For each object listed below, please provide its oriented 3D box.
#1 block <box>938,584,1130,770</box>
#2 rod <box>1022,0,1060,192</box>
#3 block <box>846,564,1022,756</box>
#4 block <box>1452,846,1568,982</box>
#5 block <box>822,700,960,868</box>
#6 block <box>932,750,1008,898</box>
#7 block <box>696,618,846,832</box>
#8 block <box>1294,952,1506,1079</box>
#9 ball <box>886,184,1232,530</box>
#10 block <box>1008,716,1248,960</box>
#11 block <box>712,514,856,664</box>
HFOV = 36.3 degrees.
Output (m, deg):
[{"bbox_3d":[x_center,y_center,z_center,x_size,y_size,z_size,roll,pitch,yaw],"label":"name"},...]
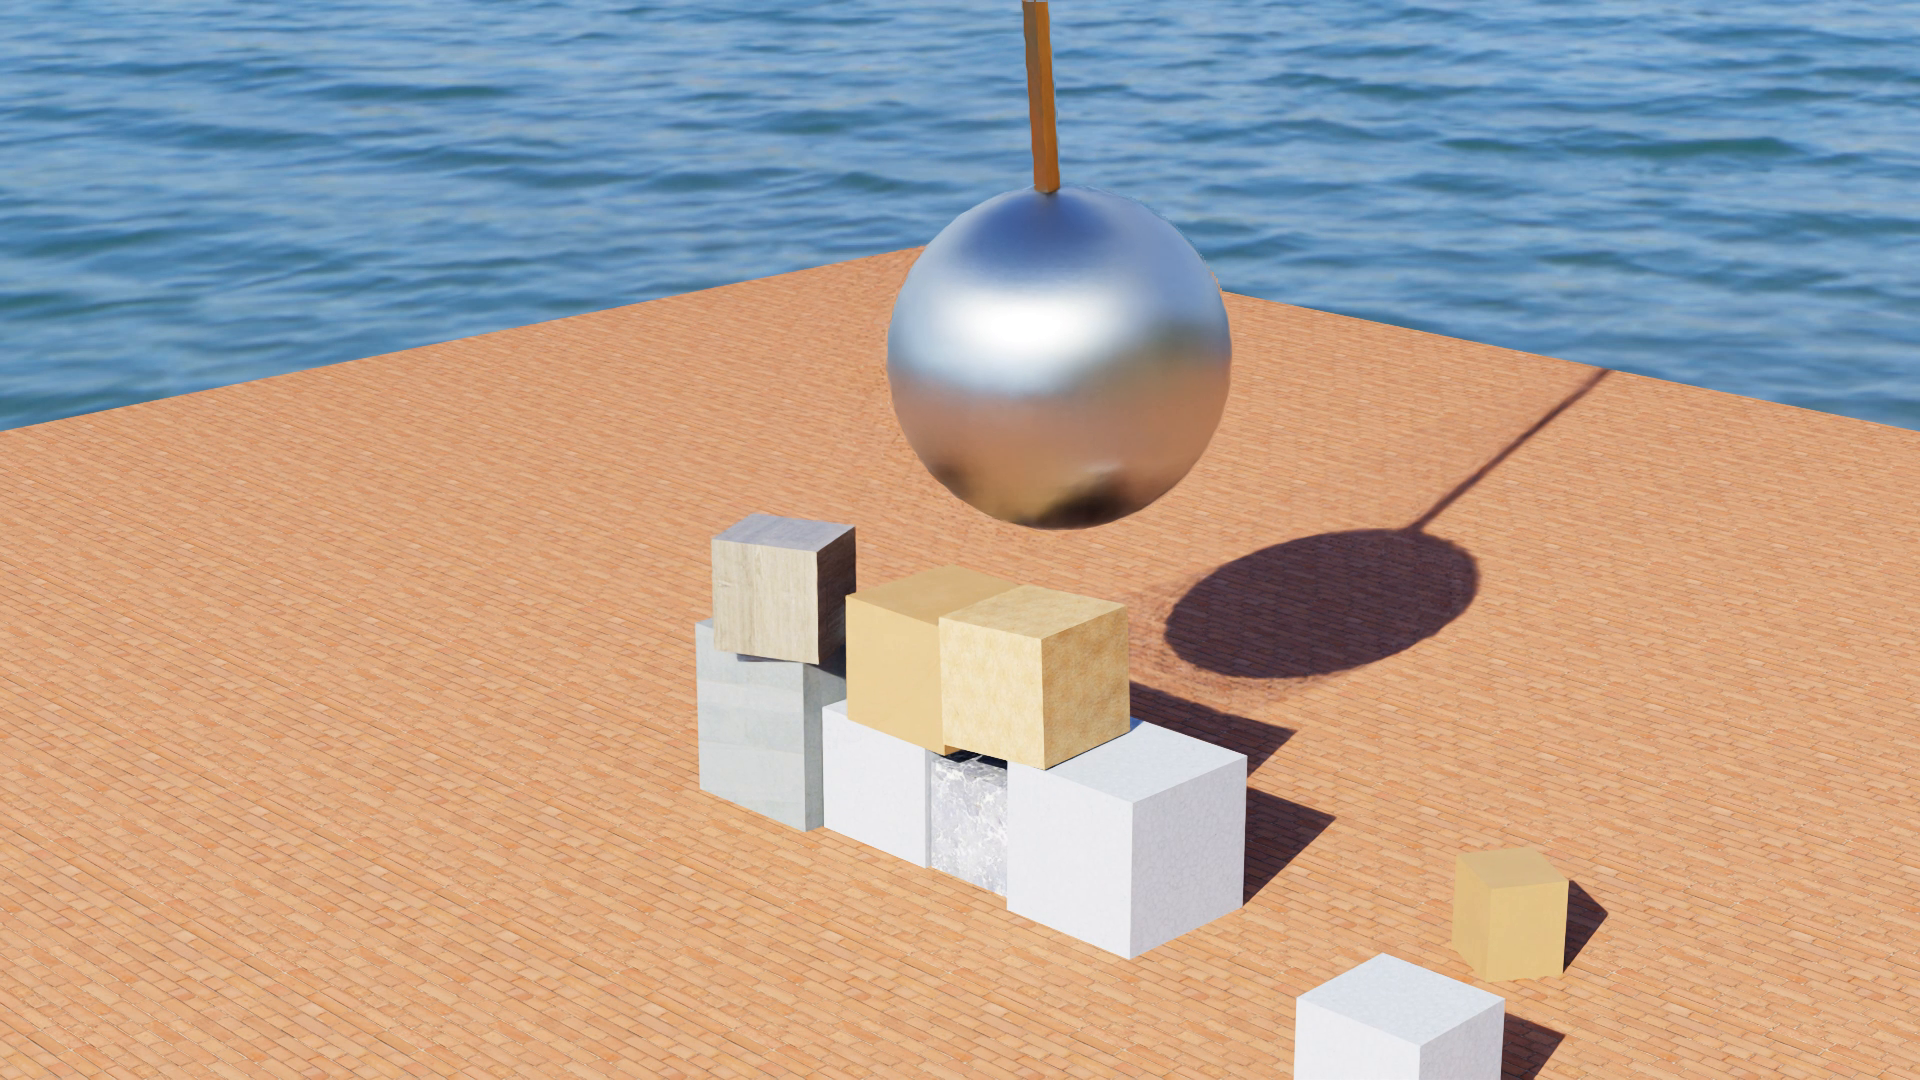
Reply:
[{"bbox_3d":[0.335,0.599,13.045,0.577,0.593,0.616,11,20,39],"label":"block"},{"bbox_3d":[0.198,-3.990,12.295,0.080,5.200,0.080,17,30,42],"label":"rod"},{"bbox_3d":[-0.054,0.542,13.579,0.686,0.607,0.647,-17,24,-42],"label":"block"},{"bbox_3d":[2.348,1.598,12.540,0.349,0.431,0.377,-4,18,-13],"label":"block"},{"bbox_3d":[-0.173,1.081,13.889,0.654,0.609,0.689,-17,24,-42],"label":"block"},{"bbox_3d":[0.266,1.260,13.466,0.564,0.522,0.559,-17,24,-42],"label":"block"},{"bbox_3d":[-0.717,0.808,14.332,0.821,0.865,0.774,-17,24,-42],"label":"block"},{"bbox_3d":[1.660,1.985,11.115,0.566,0.548,0.541,16,24,42],"label":"block"},{"bbox_3d":[0.457,-0.843,13.556,1.600,1.600,1.600,0,17,0],"label":"ball"},{"bbox_3d":[0.737,1.300,12.998,0.730,0.725,0.762,17,24,42],"label":"block"},{"bbox_3d":[-0.826,0.225,13.832,0.538,0.547,0.447,7,19,21],"label":"block"}]
